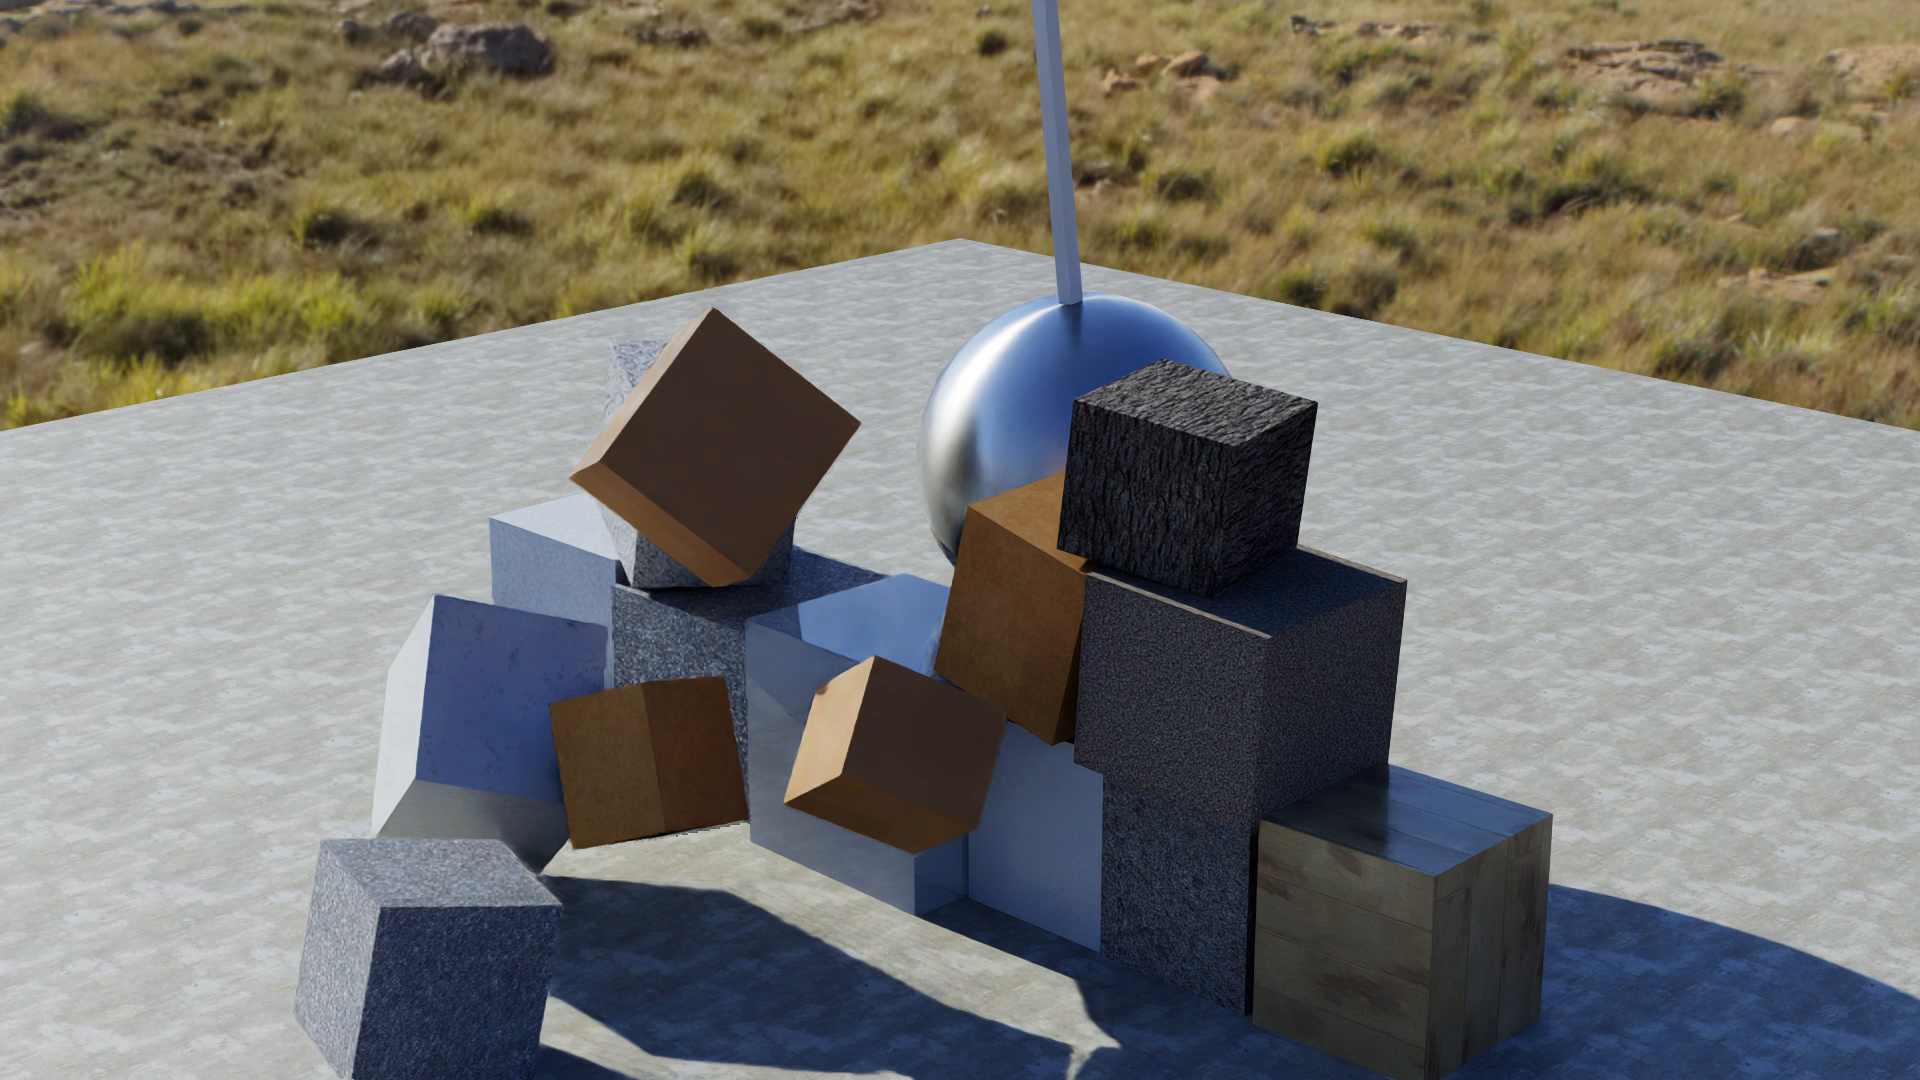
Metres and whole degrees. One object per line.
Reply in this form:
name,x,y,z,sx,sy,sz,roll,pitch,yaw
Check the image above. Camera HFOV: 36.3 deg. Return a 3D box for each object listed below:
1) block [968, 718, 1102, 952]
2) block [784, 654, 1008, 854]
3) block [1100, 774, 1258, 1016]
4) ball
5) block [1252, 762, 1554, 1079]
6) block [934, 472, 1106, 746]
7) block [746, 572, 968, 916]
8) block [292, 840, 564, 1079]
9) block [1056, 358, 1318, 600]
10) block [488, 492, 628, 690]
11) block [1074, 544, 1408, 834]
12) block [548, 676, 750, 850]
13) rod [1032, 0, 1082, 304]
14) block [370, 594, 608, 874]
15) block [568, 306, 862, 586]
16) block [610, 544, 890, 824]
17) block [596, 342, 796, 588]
block,0.602,1.180,13.062,0.776,0.916,0.816,-17,24,-42
block,-0.268,0.892,12.069,0.615,0.526,0.636,23,-24,-18
block,1.201,1.375,12.534,0.881,0.861,0.807,-17,24,-42
ball,0.590,-0.371,13.844,1.600,1.600,1.600,0,17,0
block,1.794,1.543,11.918,0.837,0.909,0.846,16,23,40
block,0.429,0.286,12.655,0.698,0.826,0.651,31,34,32
block,-0.233,0.915,13.583,0.996,1.109,1.146,-16,23,-41
block,-2.102,1.656,11.550,0.753,0.750,0.687,4,15,-32
block,0.944,-0.268,12.165,0.741,0.659,0.758,18,25,28
block,-1.698,0.398,15.269,1.030,1.084,1.036,-17,24,-42
block,1.164,0.549,12.219,0.924,0.849,0.976,20,26,38
block,-1.345,0.961,12.693,0.526,0.637,0.575,-14,-7,32
rod,0.256,-3.482,12.515,0.080,5.200,0.080,17,32,42
block,-2.120,0.886,13.170,0.792,0.880,0.873,12,-29,-20
block,-1.130,-0.411,13.428,0.852,0.873,0.754,38,-14,-12
block,-0.921,0.693,14.526,1.078,0.967,1.175,-16,24,-42
block,-1.290,-0.383,14.476,0.780,0.903,0.896,-1,28,-19
